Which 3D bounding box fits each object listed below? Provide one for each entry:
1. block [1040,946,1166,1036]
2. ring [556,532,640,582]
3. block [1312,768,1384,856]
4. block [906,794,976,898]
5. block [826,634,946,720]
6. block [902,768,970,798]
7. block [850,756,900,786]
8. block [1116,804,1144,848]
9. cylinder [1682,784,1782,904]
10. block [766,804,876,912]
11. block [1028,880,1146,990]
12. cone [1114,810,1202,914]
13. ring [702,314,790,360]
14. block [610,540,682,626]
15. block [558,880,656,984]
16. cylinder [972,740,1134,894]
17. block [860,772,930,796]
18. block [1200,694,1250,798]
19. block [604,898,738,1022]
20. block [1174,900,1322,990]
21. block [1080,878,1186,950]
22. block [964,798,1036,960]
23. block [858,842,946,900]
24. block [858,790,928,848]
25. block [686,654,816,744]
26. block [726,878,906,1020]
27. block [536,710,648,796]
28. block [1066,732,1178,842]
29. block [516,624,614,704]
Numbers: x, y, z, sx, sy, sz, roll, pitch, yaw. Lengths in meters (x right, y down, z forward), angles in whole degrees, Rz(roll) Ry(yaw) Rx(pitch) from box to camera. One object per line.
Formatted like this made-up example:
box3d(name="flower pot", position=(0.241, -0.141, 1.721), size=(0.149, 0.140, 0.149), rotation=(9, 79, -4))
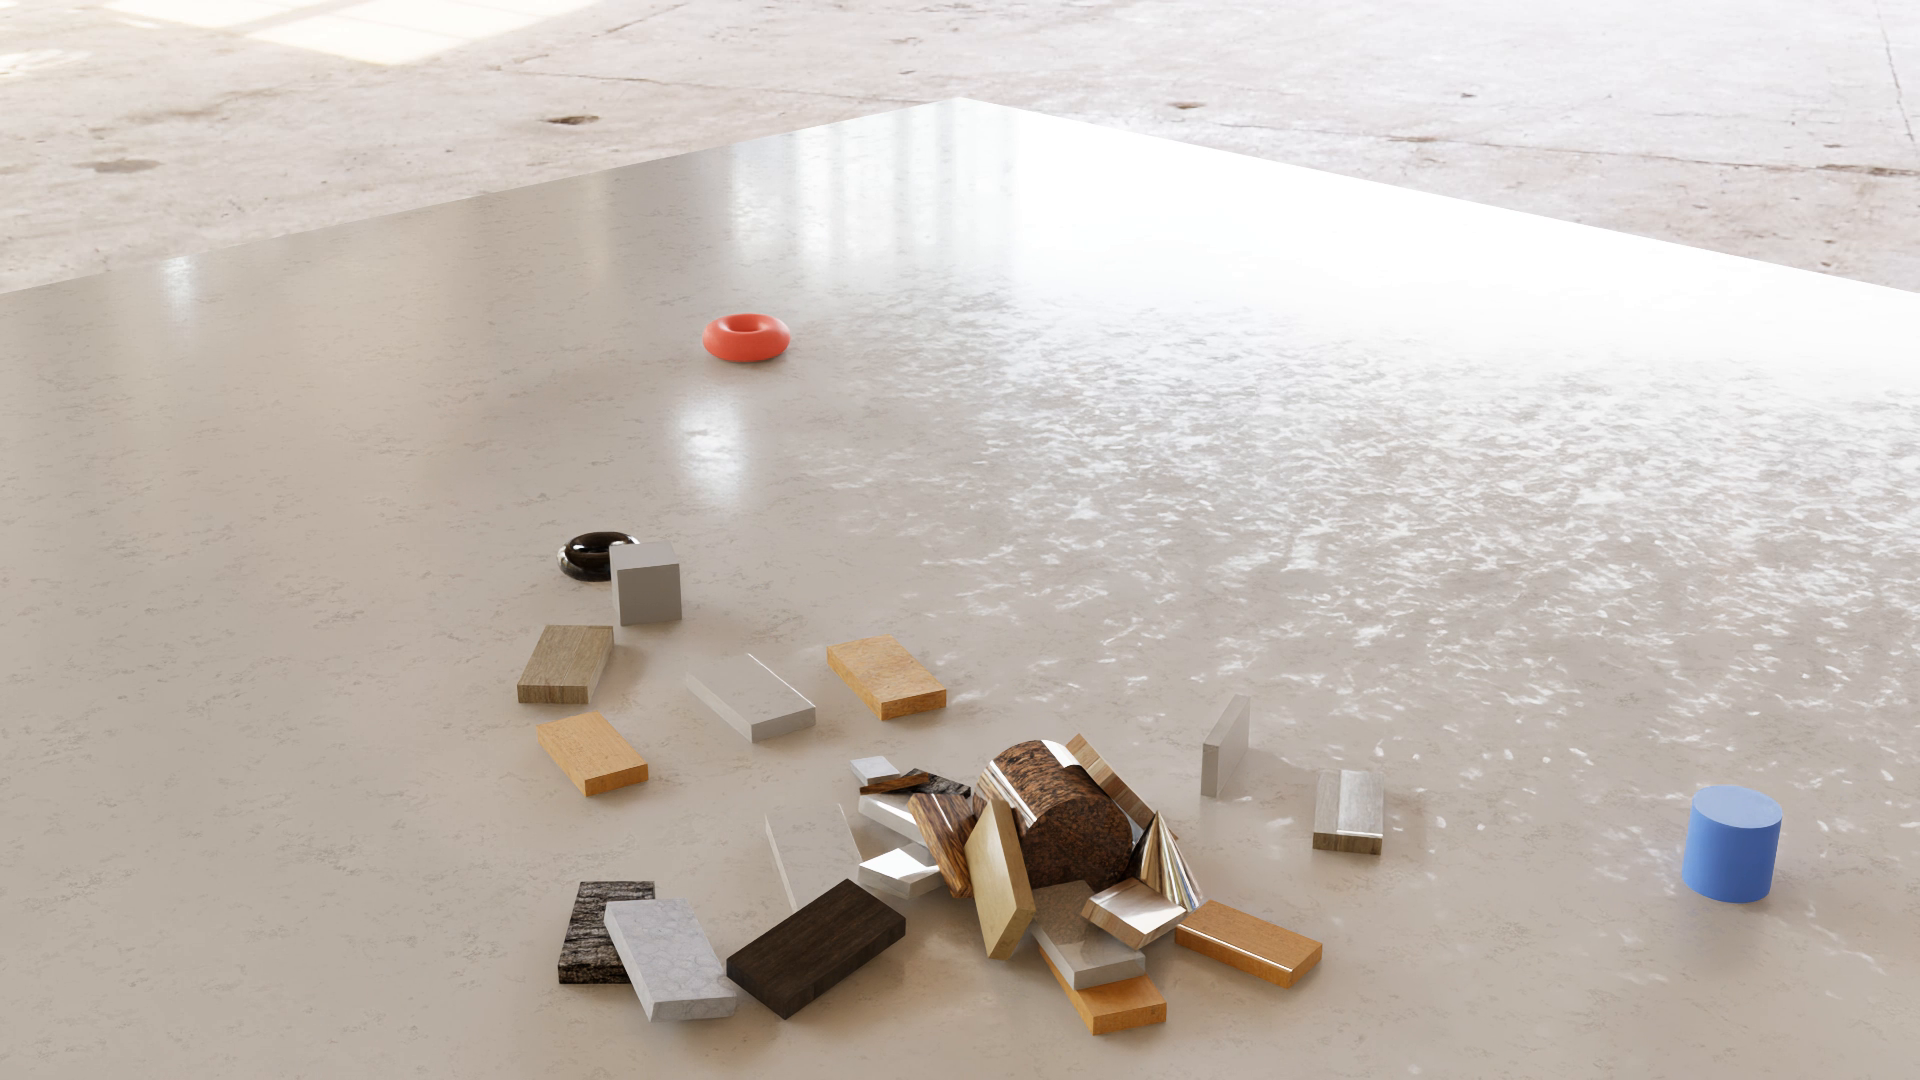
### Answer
box3d(name="block", position=(0.250, 0.772, 3.892), size=(0.135, 0.038, 0.271), rotation=(-7, 24, -17))
box3d(name="ring", position=(-0.911, 0.041, 5.571), size=(0.219, 0.073, 0.219), rotation=(-1, 22, 0))
box3d(name="block", position=(0.783, 0.544, 4.430), size=(0.133, 0.038, 0.265), rotation=(4, 23, 10))
box3d(name="block", position=(-0.003, 0.583, 4.195), size=(0.118, 0.033, 0.236), rotation=(8, 37, -36))
box3d(name="block", position=(-0.169, 0.308, 4.978), size=(0.157, 0.045, 0.315), rotation=(-10, 25, -23))
box3d(name="block", position=(-0.056, 0.512, 4.529), size=(0.141, 0.020, 0.071), rotation=(15, 27, 31))
box3d(name="block", position=(-0.177, 0.480, 4.565), size=(0.071, 0.020, 0.141), rotation=(-7, 12, -16))
box3d(name="block", position=(0.314, 0.568, 4.373), size=(0.133, 0.038, 0.266), rotation=(-7, 24, -16))
box3d(name="cylinder", position=(1.470, 0.578, 4.189), size=(0.163, 0.163, 0.163), rotation=(0, 23, 0))
box3d(name="block", position=(-0.264, 0.633, 4.215), size=(0.150, 0.042, 0.408), rotation=(-6, 24, -13))
box3d(name="block", position=(0.213, 0.706, 3.949), size=(0.135, 0.038, 0.271), rotation=(-8, 24, -19))
box3d(name="cone", position=(0.370, 0.587, 4.145), size=(0.182, 0.182, 0.182), rotation=(0, 23, 0))
box3d(name="ring", position=(-0.700, -0.664, 7.206), size=(0.289, 0.096, 0.289), rotation=(0, 24, 0))
box3d(name="block", position=(-0.762, 0.104, 5.326), size=(0.148, 0.148, 0.148), rotation=(-6, 24, -14))
box3d(name="block", position=(-0.644, 0.715, 4.024), size=(0.139, 0.039, 0.278), rotation=(0, 23, -1))
box3d(name="cylinder", position=(0.174, 0.539, 4.190), size=(0.235, 0.235, 0.235), rotation=(-8, 24, -18))
box3d(name="block", position=(-0.133, 0.502, 4.472), size=(0.141, 0.020, 0.071), rotation=(-13, -13, -3))
box3d(name="block", position=(0.556, 0.428, 4.597), size=(0.034, 0.120, 0.240), rotation=(9, 25, 21))
box3d(name="block", position=(-0.516, 0.740, 3.893), size=(0.150, 0.042, 0.300), rotation=(2, 25, -27))
box3d(name="block", position=(0.523, 0.732, 3.992), size=(0.239, 0.034, 0.119), rotation=(17, 28, 35))
box3d(name="block", position=(0.316, 0.674, 3.983), size=(0.119, 0.034, 0.238), rotation=(30, 12, 20))
box3d(name="block", position=(0.071, 0.620, 4.030), size=(0.038, 0.135, 0.271), rotation=(12, 35, -21))
box3d(name="block", position=(-0.077, 0.623, 4.187), size=(0.118, 0.033, 0.236), rotation=(15, 15, 31))
box3d(name="block", position=(-0.084, 0.551, 4.355), size=(0.118, 0.033, 0.236), rotation=(-2, 13, -38))
box3d(name="block", position=(-0.466, 0.349, 4.882), size=(0.157, 0.045, 0.315), rotation=(-14, 27, -30))
box3d(name="block", position=(-0.255, 0.727, 3.927), size=(0.150, 0.042, 0.300), rotation=(28, 41, 33))
box3d(name="block", position=(-0.779, 0.449, 4.652), size=(0.139, 0.039, 0.278), rotation=(-13, 26, -28))
box3d(name="block", position=(0.311, 0.484, 4.214), size=(0.038, 0.265, 0.133), rotation=(-43, 40, 0))
box3d(name="block", position=(-0.900, 0.283, 5.038), size=(0.158, 0.045, 0.315), rotation=(1, 23, 2))
